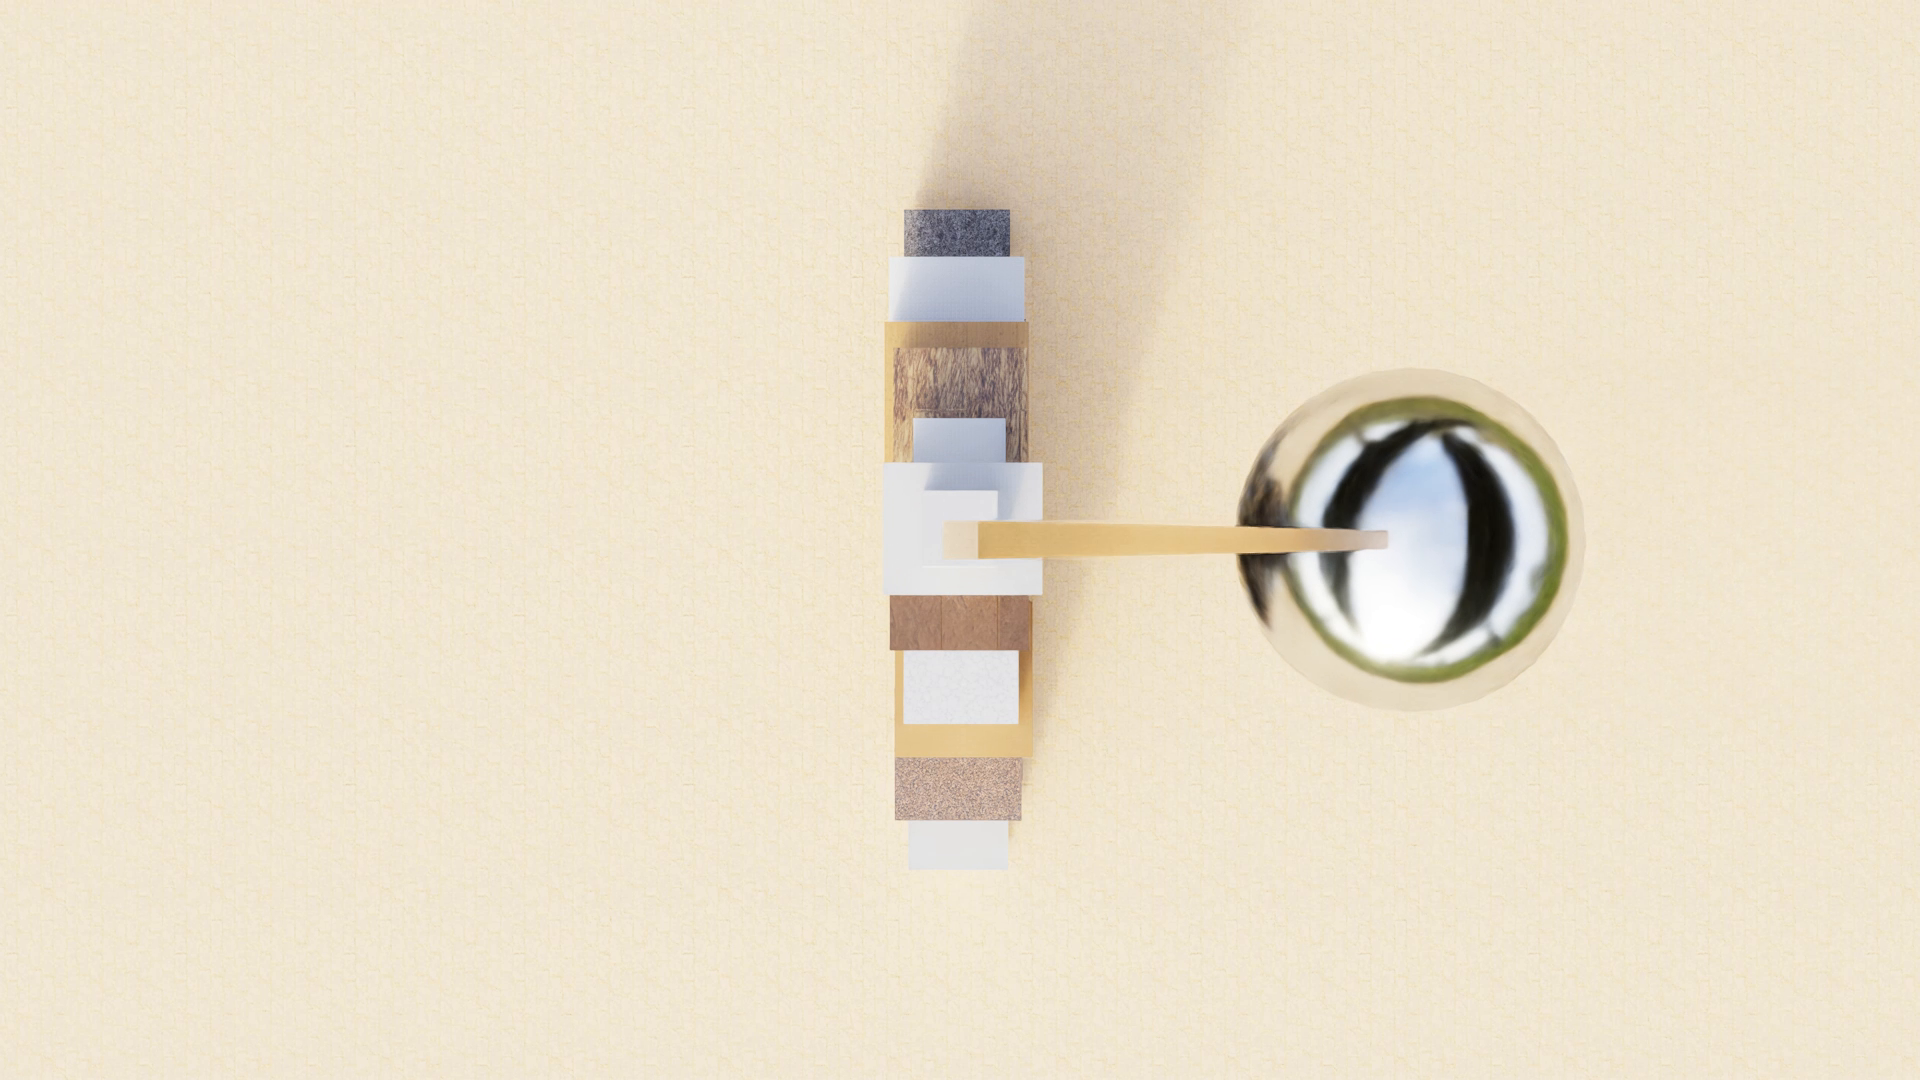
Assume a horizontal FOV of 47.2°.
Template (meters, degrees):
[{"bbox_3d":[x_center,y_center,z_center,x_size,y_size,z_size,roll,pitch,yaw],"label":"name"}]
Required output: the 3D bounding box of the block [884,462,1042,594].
[{"bbox_3d":[0.012,-0.041,9.532,0.670,0.554,0.556,0,89,0],"label":"block"}]

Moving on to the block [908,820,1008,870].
[{"bbox_3d":[-0.009,1.609,12.698,0.562,0.604,0.500,0,90,0],"label":"block"}]

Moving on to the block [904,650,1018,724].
[{"bbox_3d":[0.005,0.645,10.677,0.545,0.478,0.465,0,89,0],"label":"block"}]

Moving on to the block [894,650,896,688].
[{"bbox_3d":[-0.007,0.984,12.669,0.718,0.663,0.730,0,90,0],"label":"block"}]

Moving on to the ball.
[{"bbox_3d":[2.074,0.000,10.193,1.600,1.600,1.600,0,90,0],"label":"ball"}]

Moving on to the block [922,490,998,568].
[{"bbox_3d":[-0.001,-0.044,9.105,0.310,0.301,0.310,0,89,0],"label":"block"}]

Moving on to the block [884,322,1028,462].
[{"bbox_3d":[-0.017,-0.704,11.285,0.721,0.618,0.773,0,90,0],"label":"block"}]

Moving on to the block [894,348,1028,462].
[{"bbox_3d":[0.001,-0.544,10.640,0.629,0.673,0.715,0,90,0],"label":"block"}]

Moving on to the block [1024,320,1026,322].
[{"bbox_3d":[0.003,-0.872,12.625,0.726,0.749,0.718,0,90,0],"label":"block"}]

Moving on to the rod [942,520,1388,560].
[{"bbox_3d":[0.899,0.000,7.003,0.080,5.200,0.080,0,90,20],"label":"rod"}]

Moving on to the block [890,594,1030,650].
[{"bbox_3d":[-0.004,0.194,10.094,0.622,0.580,0.613,0,89,0],"label":"block"}]

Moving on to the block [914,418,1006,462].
[{"bbox_3d":[-0.003,-0.333,10.114,0.416,0.380,0.433,0,90,0],"label":"block"}]

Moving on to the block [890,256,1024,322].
[{"bbox_3d":[-0.017,-1.140,11.923,0.714,0.657,0.707,0,90,0],"label":"block"}]

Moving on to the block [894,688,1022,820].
[{"bbox_3d":[-0.010,1.140,12.014,0.675,0.646,0.705,0,90,0],"label":"block"}]

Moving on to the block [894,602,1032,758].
[{"bbox_3d":[0.019,0.698,11.304,0.683,0.778,0.770,0,89,0],"label":"block"}]

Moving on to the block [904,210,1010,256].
[{"bbox_3d":[-0.017,-1.550,12.686,0.597,0.628,0.619,0,90,0],"label":"block"}]
